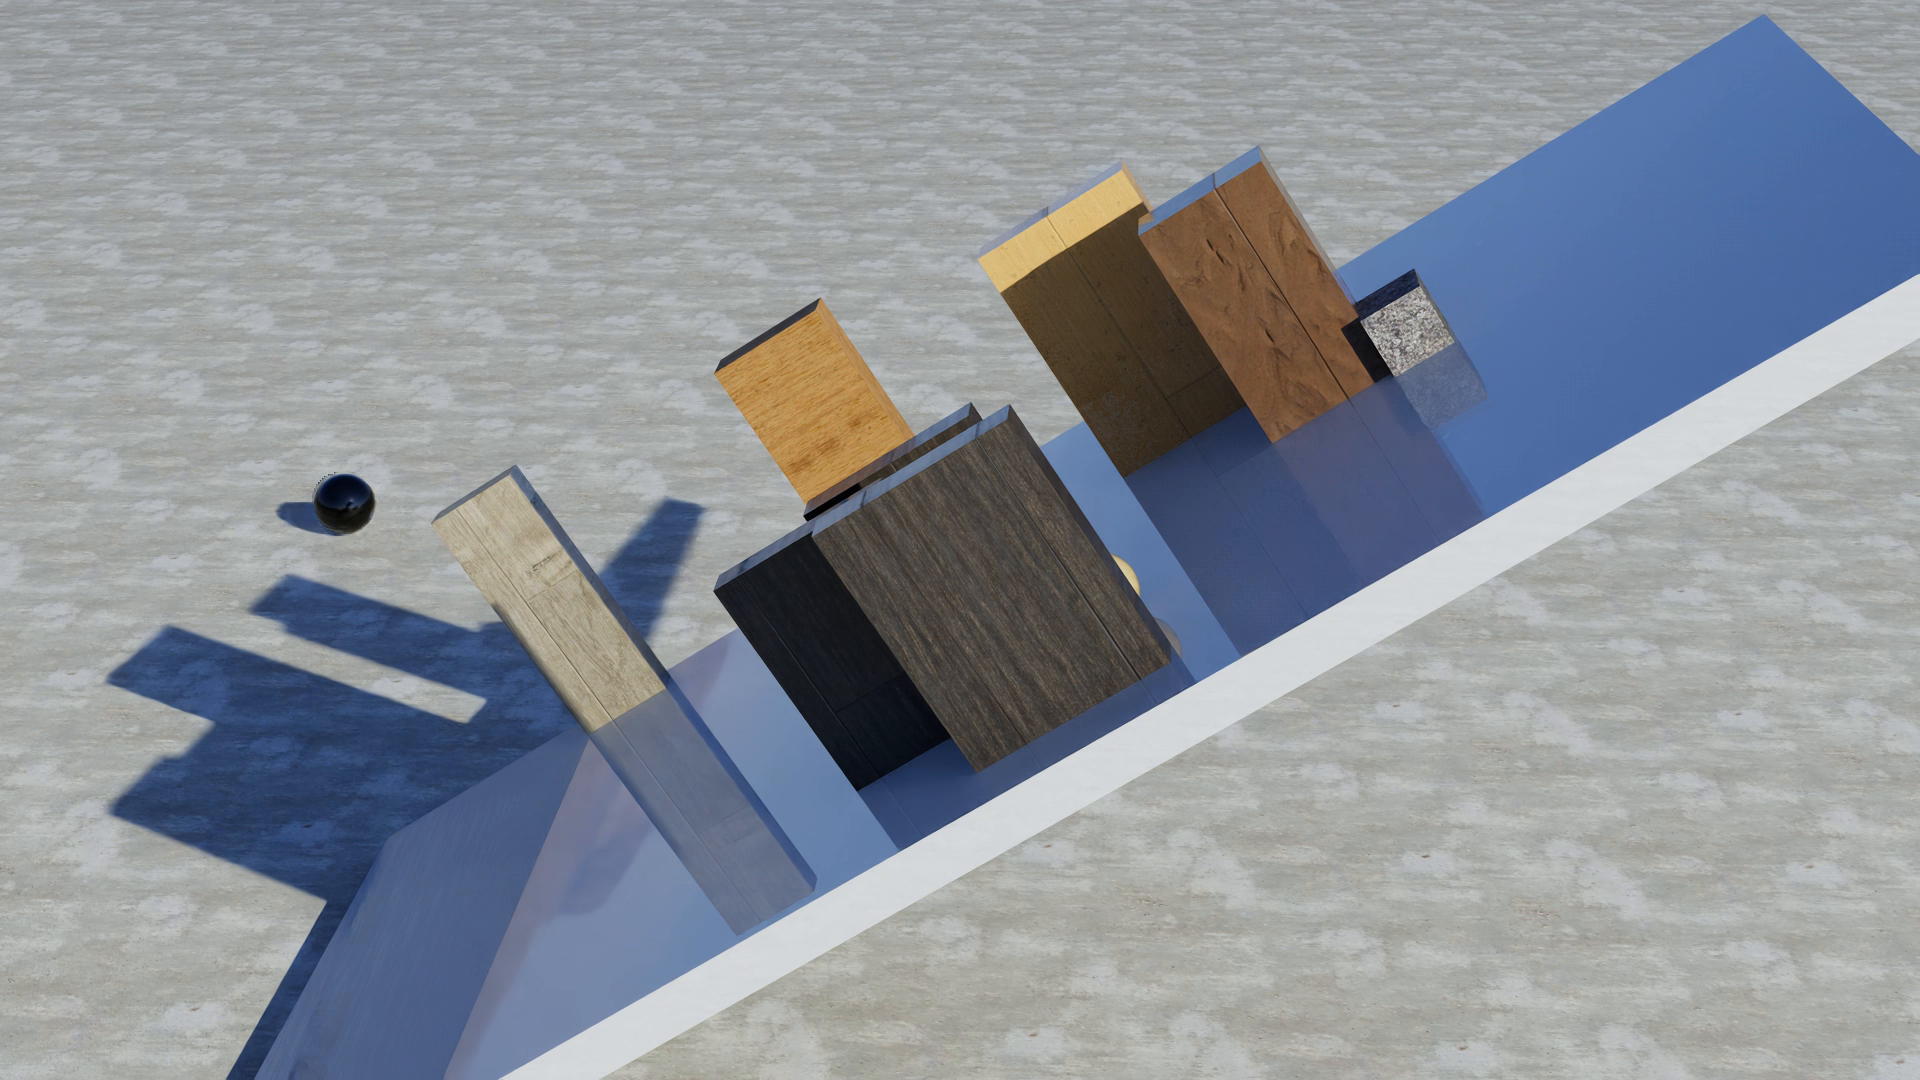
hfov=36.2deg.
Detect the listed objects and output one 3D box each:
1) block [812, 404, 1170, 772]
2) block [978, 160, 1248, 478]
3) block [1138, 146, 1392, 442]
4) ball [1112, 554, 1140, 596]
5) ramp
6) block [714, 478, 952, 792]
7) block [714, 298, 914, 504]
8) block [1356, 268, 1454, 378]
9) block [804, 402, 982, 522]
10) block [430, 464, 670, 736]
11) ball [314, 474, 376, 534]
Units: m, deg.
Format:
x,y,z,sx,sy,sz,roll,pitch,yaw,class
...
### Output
x,y,z,sx,sy,sz,roll,pitch,yaw,class
0.061,0.094,5.430,0.427,0.554,0.092,-31,15,14,block
0.359,-0.484,6.502,0.371,0.596,0.098,-31,15,14,block
0.636,-0.510,6.129,0.293,0.528,0.145,-31,15,14,block
0.273,0.101,5.729,0.157,0.157,0.157,0,20,0,ball
0.139,0.171,6.295,4.000,0.100,2.000,-31,15,14,ramp
-0.178,0.188,5.750,0.384,0.501,0.087,-31,15,14,block
-0.230,-0.169,6.561,0.271,0.707,0.106,-31,15,14,block
0.921,-0.451,6.091,0.141,0.141,0.141,-31,15,14,block
-0.007,0.040,5.847,0.389,0.500,0.089,-31,15,14,block
-1.016,0.152,7.320,0.242,0.664,0.084,-31,15,14,block
-2.108,-0.124,10.080,0.208,0.208,0.208,0,20,0,ball
